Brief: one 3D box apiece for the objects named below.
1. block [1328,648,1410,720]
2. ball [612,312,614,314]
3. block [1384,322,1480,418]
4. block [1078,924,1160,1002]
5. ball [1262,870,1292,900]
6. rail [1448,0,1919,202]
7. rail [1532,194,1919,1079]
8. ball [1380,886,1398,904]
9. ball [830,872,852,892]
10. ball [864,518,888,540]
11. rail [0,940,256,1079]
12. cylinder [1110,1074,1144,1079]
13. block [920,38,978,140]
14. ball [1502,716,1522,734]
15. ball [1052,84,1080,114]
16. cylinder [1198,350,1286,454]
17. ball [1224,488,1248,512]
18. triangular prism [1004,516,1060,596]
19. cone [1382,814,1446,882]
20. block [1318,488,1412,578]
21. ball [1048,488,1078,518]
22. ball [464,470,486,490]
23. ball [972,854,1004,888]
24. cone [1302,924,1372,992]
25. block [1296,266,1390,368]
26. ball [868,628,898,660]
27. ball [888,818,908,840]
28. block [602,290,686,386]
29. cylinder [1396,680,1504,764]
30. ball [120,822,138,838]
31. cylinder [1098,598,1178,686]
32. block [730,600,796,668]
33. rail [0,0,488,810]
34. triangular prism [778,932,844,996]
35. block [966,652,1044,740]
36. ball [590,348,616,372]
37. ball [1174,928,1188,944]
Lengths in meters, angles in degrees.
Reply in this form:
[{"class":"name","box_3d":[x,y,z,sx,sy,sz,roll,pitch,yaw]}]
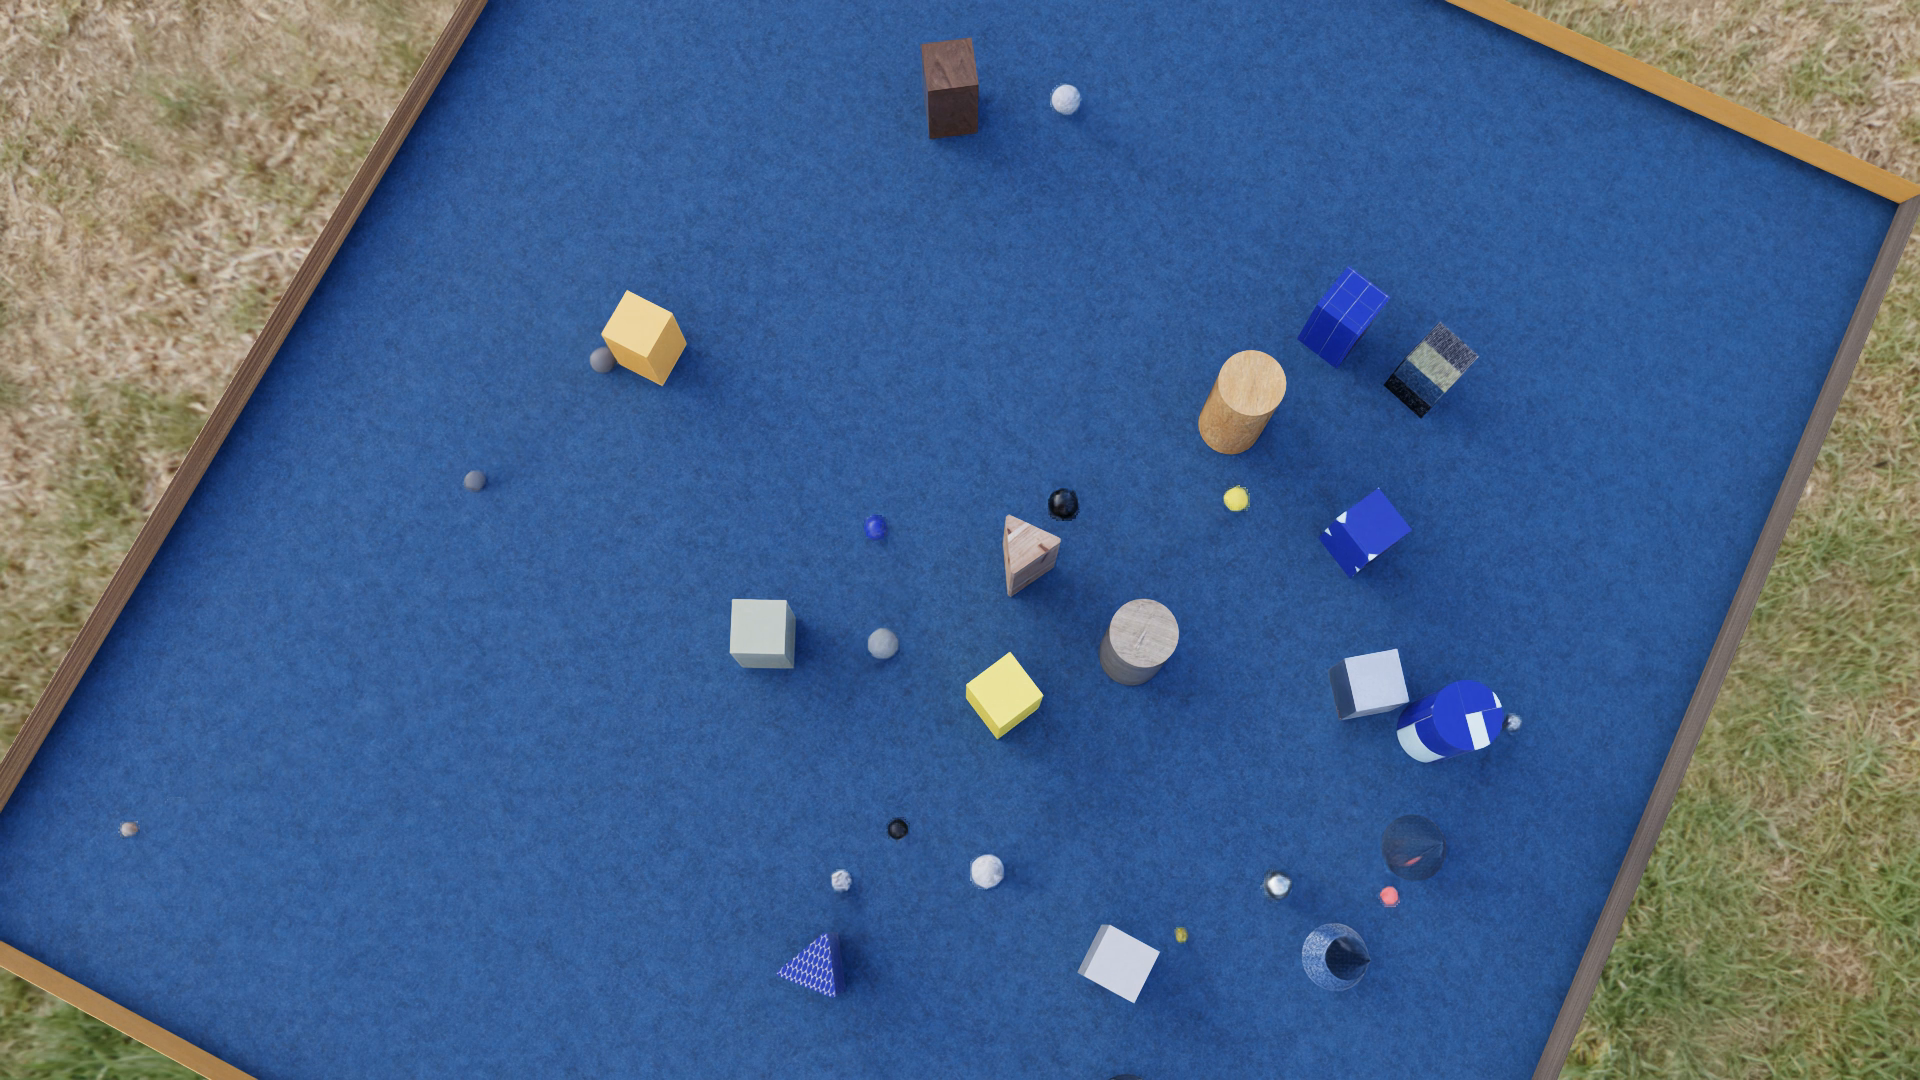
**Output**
[{"class":"block","box_3d":[1.201,0.429,5.401,0.156,0.249,0.156,-10,78,-2]},{"class":"ball","box_3d":[-1.045,-0.694,5.719,0.081,0.081,0.081,0,78,0]},{"class":"block","box_3d":[1.431,-0.514,5.576,0.156,0.288,0.156,44,82,8]},{"class":"block","box_3d":[0.448,1.202,5.212,0.156,0.305,0.156,28,80,5]},{"class":"ball","box_3d":[0.929,1.010,5.364,0.086,0.086,0.086,0,78,0]},{"class":"rail","box_3d":[1.038,-2.026,5.970,4.413,0.127,0.045,26,80,5]},{"class":"rail","box_3d":[1.952,0.963,5.352,0.045,0.127,4.688,26,80,5]},{"class":"ball","box_3d":[1.260,1.043,5.374,0.052,0.052,0.052,0,78,0]},{"class":"ball","box_3d":[-0.349,1.002,5.379,0.060,0.060,0.060,0,78,0]},{"class":"ball","box_3d":[-0.256,-0.034,5.587,0.071,0.071,0.071,0,78,0]},{"class":"rail","box_3d":[-1.038,2.039,5.129,4.413,0.127,0.045,26,80,5]},{"class":"cylinder","box_3d":[0.481,1.595,5.063,0.195,0.438,0.195,0,78,0]},{"class":"block","box_3d":[-0.031,-1.408,5.730,0.156,0.349,0.156,-8,78,-2]},{"class":"ball","box_3d":[1.649,0.552,5.474,0.055,0.055,0.055,0,78,0]},{"class":"ball","box_3d":[0.340,-1.408,5.861,0.093,0.093,0.093,0,78,0]},{"class":"cylinder","box_3d":[0.838,-0.405,5.472,0.195,0.447,0.195,0,78,0]},{"class":"ball","box_3d":[0.844,-0.124,5.604,0.074,0.074,0.074,0,78,0]},{"class":"triangular prism","box_3d":[0.177,0.027,5.414,0.169,0.386,0.146,-34,80,-7]},{"class":"cone","box_3d":[1.345,0.877,5.263,0.195,0.337,0.195,0,78,0]},{"class":"block","box_3d":[1.207,-0.018,5.476,0.156,0.283,0.156,-35,80,-7]},{"class":"ball","box_3d":[0.316,-0.111,5.591,0.094,0.094,0.094,0,78,0]},{"class":"ball","box_3d":[-1.487,-0.184,5.622,0.064,0.064,0.064,0,78,0]},{"class":"ball","box_3d":[0.081,0.969,5.366,0.097,0.097,0.097,0,78,0]},{"class":"cone","box_3d":[1.098,1.172,5.128,0.195,0.482,0.195,0,78,0]},{"class":"block","box_3d":[1.166,-0.675,5.587,0.156,0.332,0.156,39,81,7]},{"class":"ball","box_3d":[-0.232,0.312,5.505,0.092,0.092,0.092,0,78,0]},{"class":"ball","box_3d":[-0.184,0.854,5.409,0.061,0.061,0.061,0,78,0]},{"class":"block","box_3d":[-0.961,-0.612,5.592,0.156,0.297,0.156,27,80,5]},{"class":"cylinder","box_3d":[1.408,0.529,5.288,0.195,0.430,0.195,0,78,0]},{"class":"ball","box_3d":[-2.456,0.855,5.416,0.045,0.045,0.045,0,78,0]},{"class":"cylinder","box_3d":[0.517,0.302,5.345,0.195,0.408,0.195,0,78,0]},{"class":"block","box_3d":[-0.578,0.279,5.400,0.156,0.310,0.156,1,78,0]},{"class":"rail","box_3d":[-1.952,-0.949,5.747,0.045,0.127,4.688,26,80,5]},{"class":"triangular prism","box_3d":[-0.388,1.174,5.152,0.169,0.435,0.146,21,79,4]},{"class":"block","box_3d":[0.127,0.458,5.355,0.156,0.327,0.156,-36,81,-7]},{"class":"ball","box_3d":[-1.109,-0.560,5.692,0.079,0.079,0.079,0,78,0]},{"class":"ball","box_3d":[0.649,1.157,5.356,0.041,0.041,0.041,0,78,0]}]
